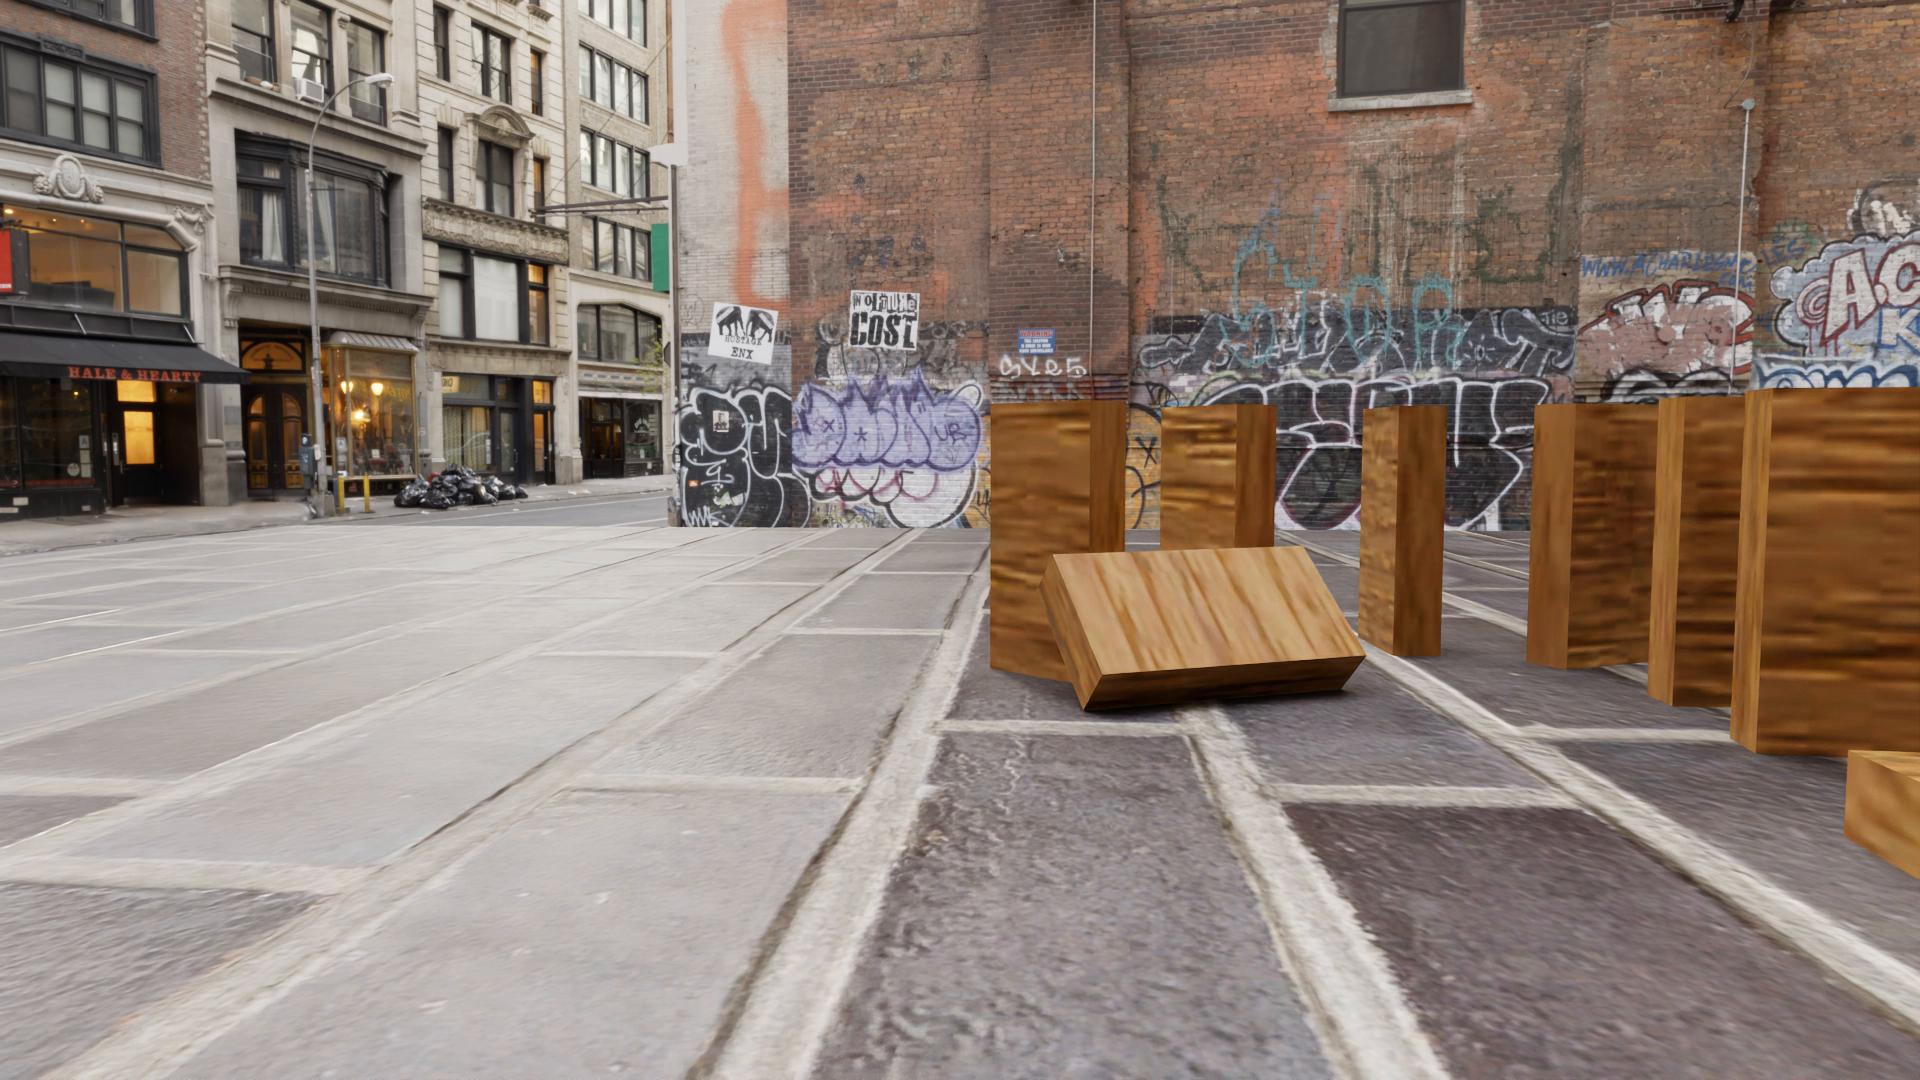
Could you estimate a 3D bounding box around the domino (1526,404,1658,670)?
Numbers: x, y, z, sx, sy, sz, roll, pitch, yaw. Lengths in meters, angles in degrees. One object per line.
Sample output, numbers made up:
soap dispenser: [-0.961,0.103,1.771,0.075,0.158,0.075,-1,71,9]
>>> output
domino: [0.124,-0.001,0.249,0.025,0.050,0.009,-2,5,-23]

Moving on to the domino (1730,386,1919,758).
domino: [0.123,0.004,0.177,0.025,0.050,0.009,1,4,12]

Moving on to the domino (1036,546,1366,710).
domino: [0.041,0.014,0.219,0.050,0.010,0.025,-2,48,-21]

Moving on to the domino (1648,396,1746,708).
domino: [0.129,0.002,0.210,0.025,0.050,0.010,0,4,6]

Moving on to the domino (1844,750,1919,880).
domino: [0.104,0.029,0.112,0.025,0.010,0.050,1,4,9]

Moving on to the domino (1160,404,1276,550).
domino: [0.051,-0.002,0.258,0.009,0.050,0.025,-2,5,-25]

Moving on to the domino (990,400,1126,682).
domino: [0.018,0.000,0.236,0.009,0.050,0.025,-4,6,-42]

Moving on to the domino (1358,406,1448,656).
domino: [0.092,-0.003,0.268,0.009,0.050,0.025,0,4,2]
